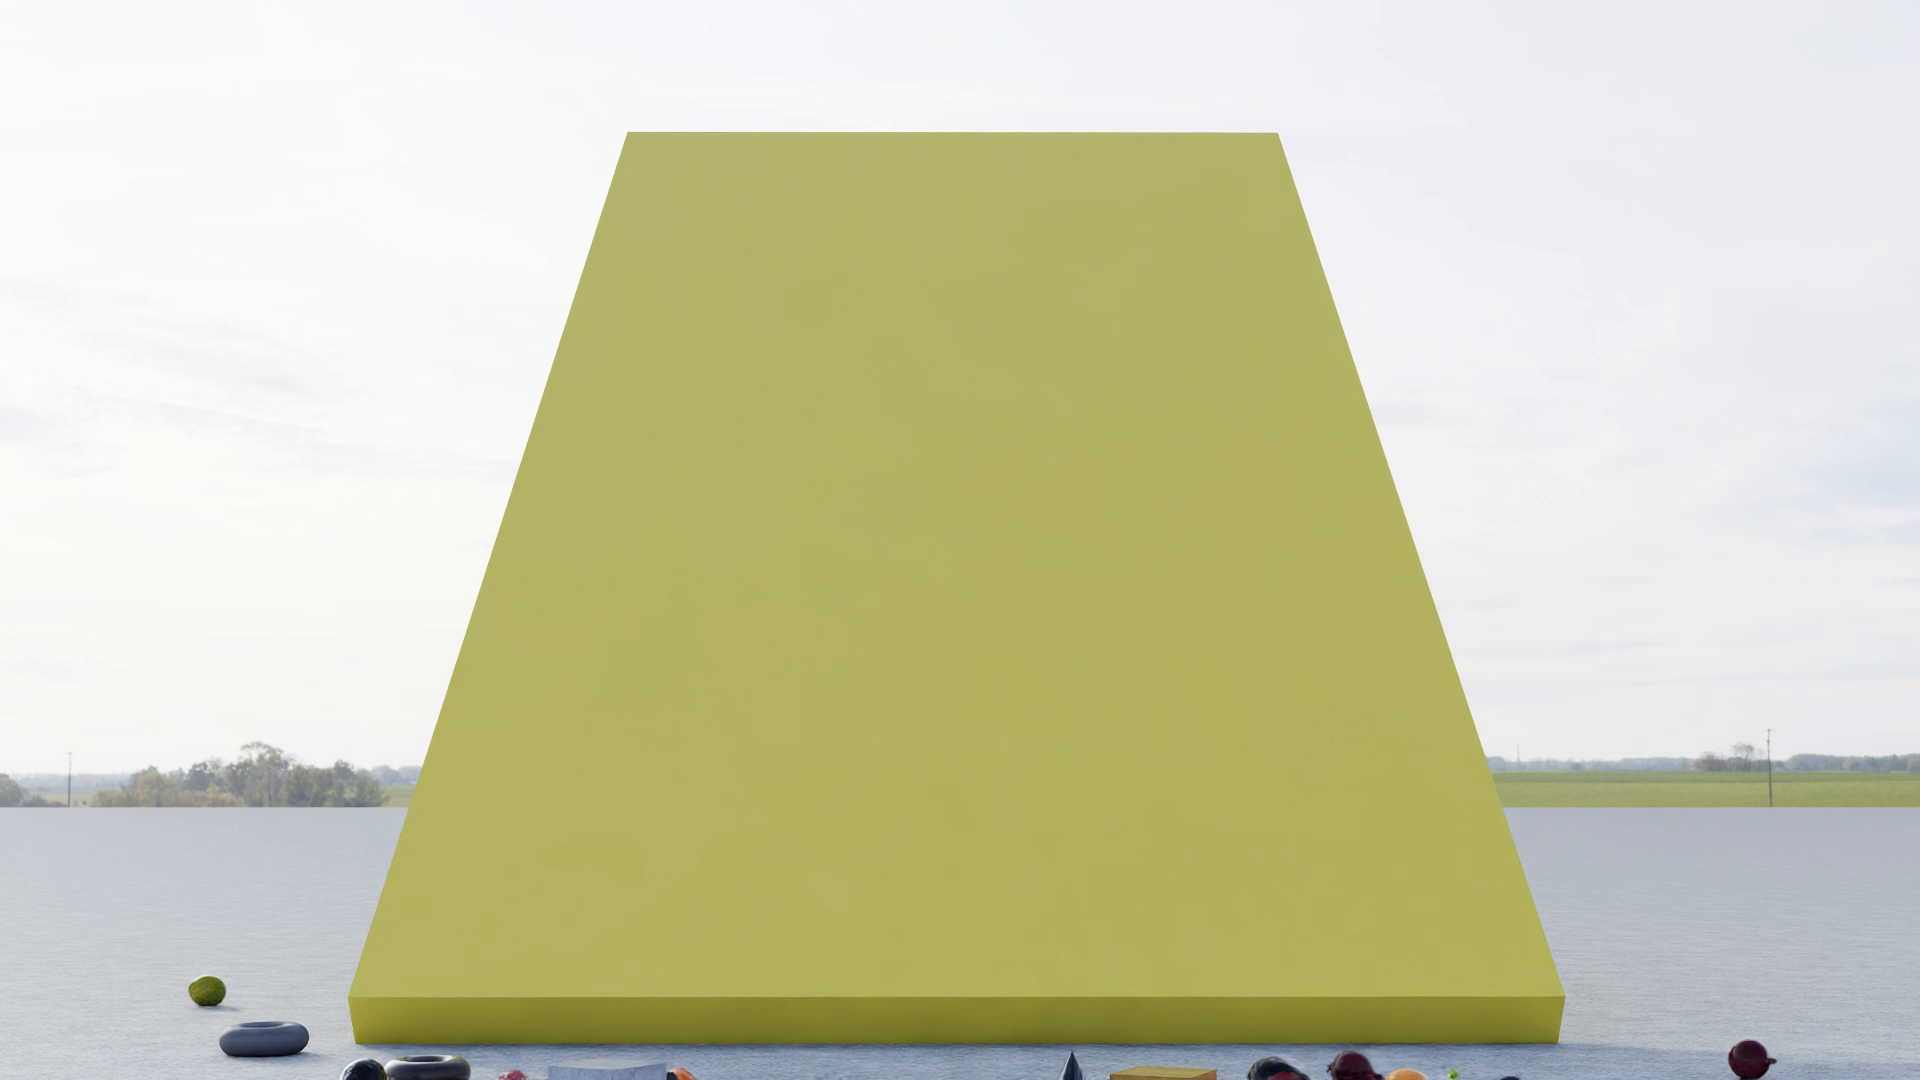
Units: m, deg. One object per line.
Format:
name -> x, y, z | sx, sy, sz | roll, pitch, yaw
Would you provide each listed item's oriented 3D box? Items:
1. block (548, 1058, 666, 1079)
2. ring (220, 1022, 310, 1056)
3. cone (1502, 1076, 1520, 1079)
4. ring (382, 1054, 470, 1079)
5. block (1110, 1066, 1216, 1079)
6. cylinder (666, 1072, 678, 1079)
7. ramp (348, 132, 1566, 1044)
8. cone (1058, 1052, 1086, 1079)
block -> -0.410, 0.658, 2.809 | 0.096, 0.096, 0.096 | -4, -7, 33
ring -> -1.111, 0.797, 3.858 | 0.139, 0.046, 0.139 | -1, -5, 0
cone -> 0.677, 0.714, 3.017 | 0.067, 0.067, 0.067 | 3, -35, -29
ring -> -0.750, 0.750, 3.399 | 0.122, 0.041, 0.122 | 0, -5, 0
block -> 0.231, 0.650, 2.736 | 0.095, 0.095, 0.095 | -3, -7, 23
cylinder -> -0.386, 0.677, 2.905 | 0.078, 0.078, 0.078 | -2, -6, 15
ramp -> -0.013, -0.209, 5.726 | 2.000, 0.100, 4.000 | 0, 30, 0
cone -> 0.149, 0.713, 3.209 | 0.072, 0.072, 0.072 | 0, -6, 0
